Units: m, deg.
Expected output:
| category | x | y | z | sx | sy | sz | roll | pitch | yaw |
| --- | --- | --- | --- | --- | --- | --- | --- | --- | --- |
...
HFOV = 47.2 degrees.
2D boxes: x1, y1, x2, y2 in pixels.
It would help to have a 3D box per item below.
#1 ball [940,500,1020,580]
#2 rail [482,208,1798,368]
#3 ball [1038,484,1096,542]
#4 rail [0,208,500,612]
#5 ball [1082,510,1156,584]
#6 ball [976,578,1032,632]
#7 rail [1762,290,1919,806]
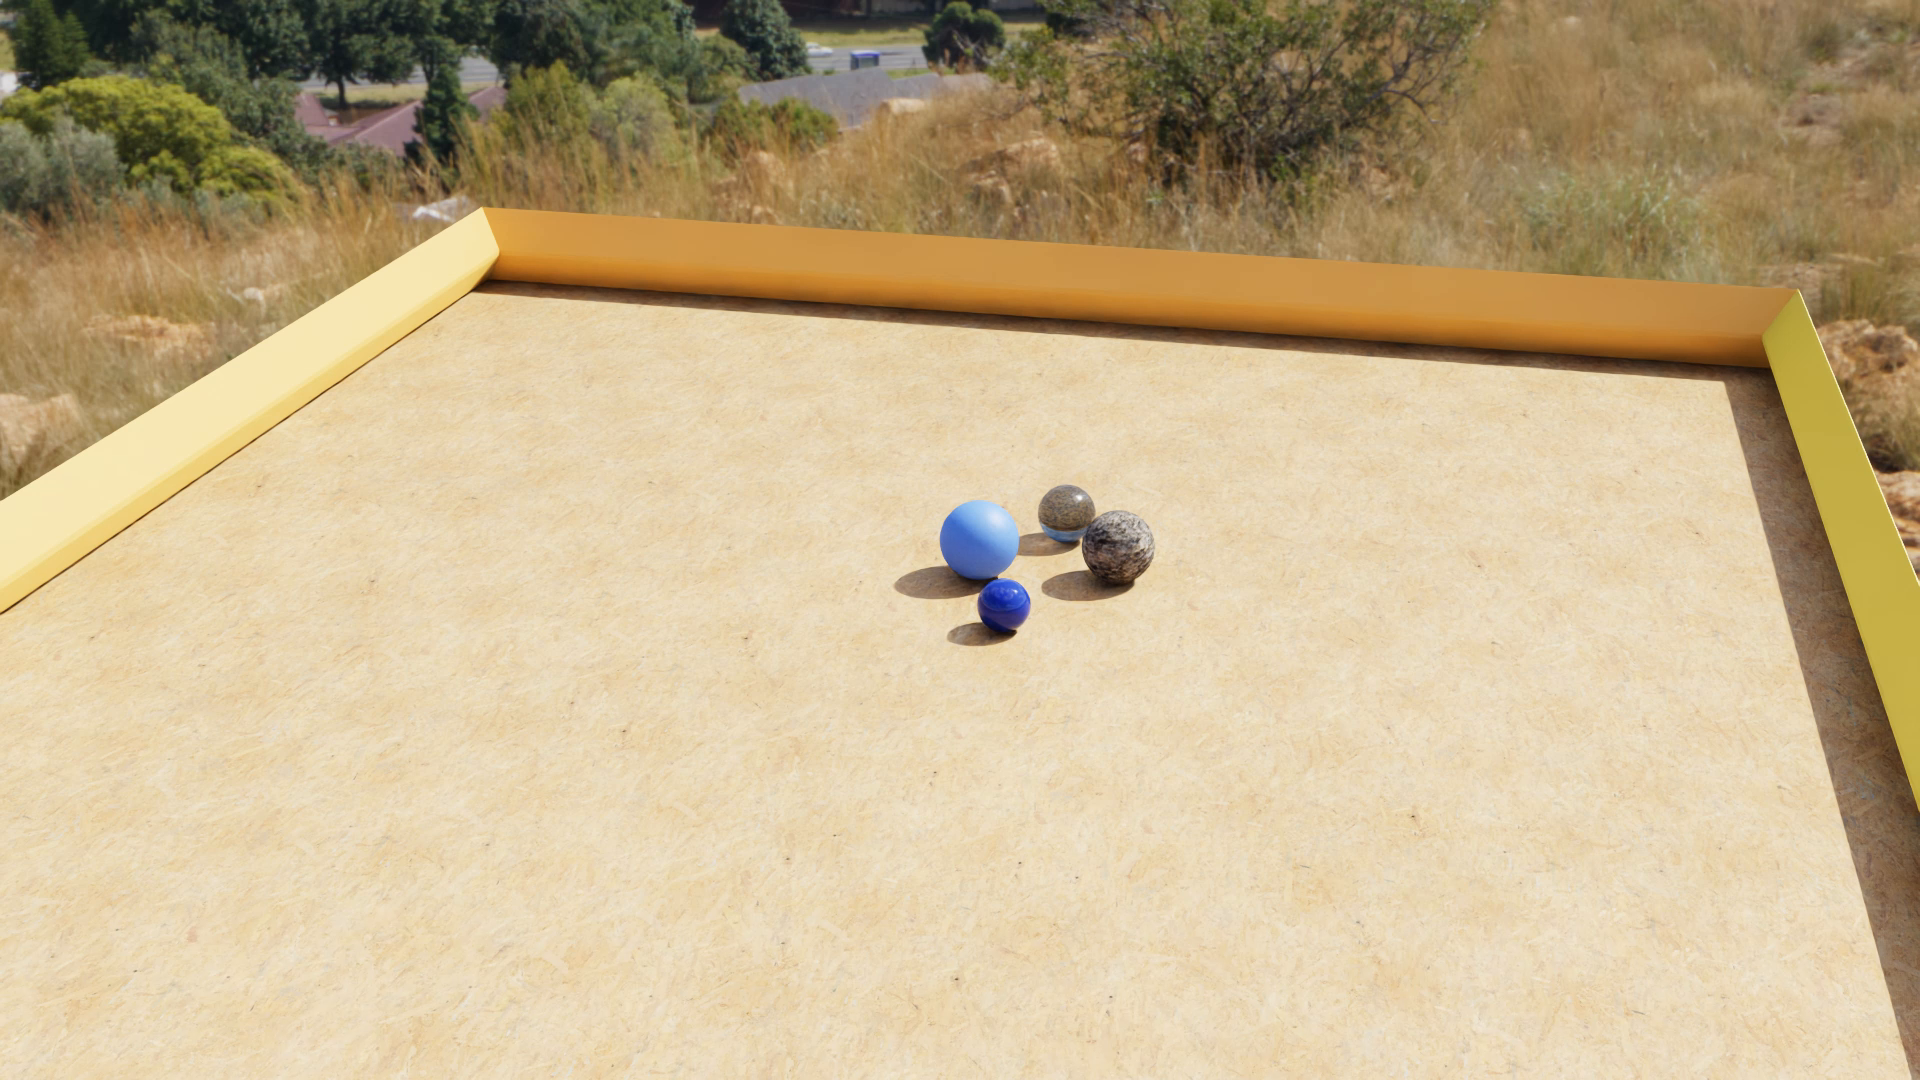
| category | x | y | z | sx | sy | sz | roll | pitch | yaw |
| --- | --- | --- | --- | --- | --- | --- | --- | --- | --- |
| ball | 0.021 | 0.000 | 2.409 | 0.088 | 0.088 | 0.088 | 0 | 24 | 0 |
| rail | 0.199 | -0.369 | 3.220 | 1.946 | 0.114 | 0.045 | 5 | 24 | 12 |
| ball | 0.122 | -0.030 | 2.504 | 0.067 | 0.067 | 0.067 | 0 | 24 | 0 |
| rail | -1.130 | 0.255 | 1.792 | 0.045 | 0.114 | 3.677 | 5 | 24 | 12 |
| ball | 0.173 | 0.007 | 2.402 | 0.080 | 0.080 | 0.080 | 0 | 24 | 0 |
| ball | 0.046 | 0.068 | 2.292 | 0.057 | 0.057 | 0.057 | 0 | 24 | 0 |
| rail | 0.721 | 0.424 | 1.404 | 0.045 | 0.114 | 3.677 | 5 | 24 | 12 |
